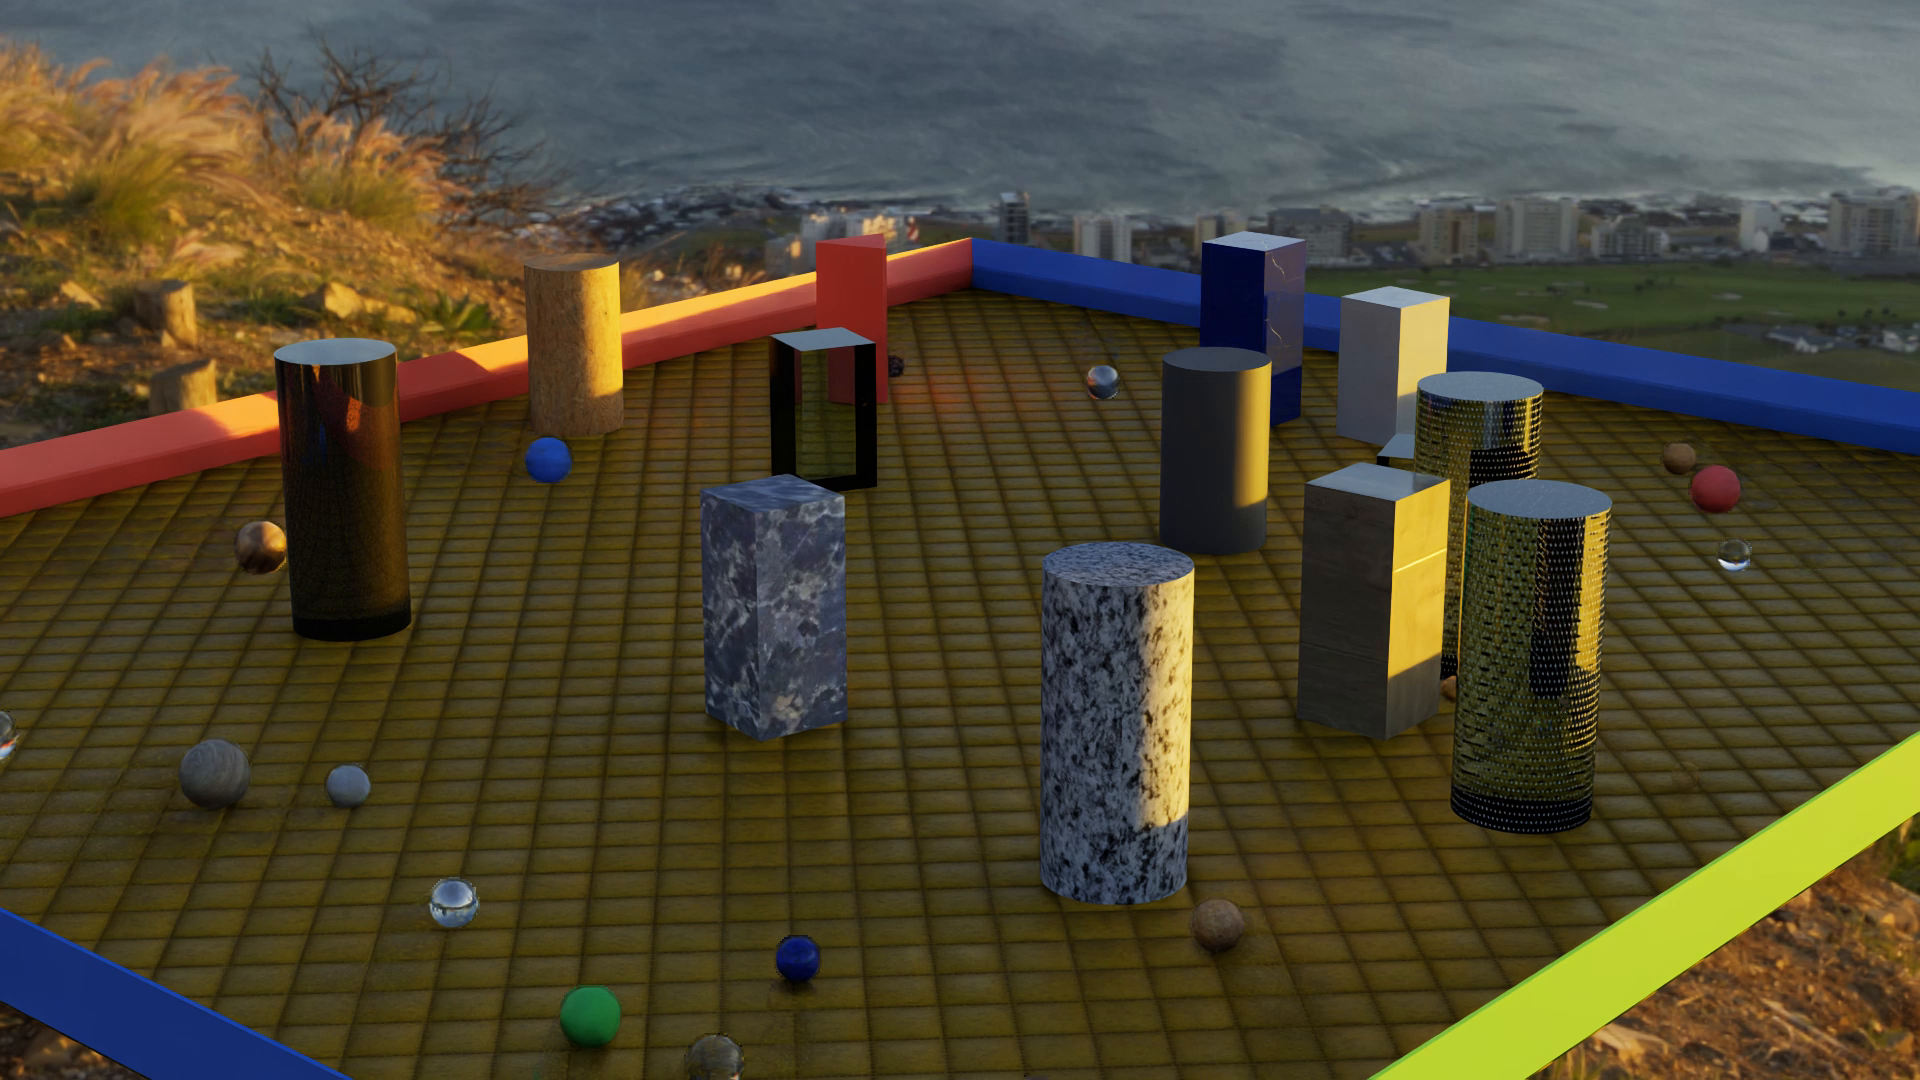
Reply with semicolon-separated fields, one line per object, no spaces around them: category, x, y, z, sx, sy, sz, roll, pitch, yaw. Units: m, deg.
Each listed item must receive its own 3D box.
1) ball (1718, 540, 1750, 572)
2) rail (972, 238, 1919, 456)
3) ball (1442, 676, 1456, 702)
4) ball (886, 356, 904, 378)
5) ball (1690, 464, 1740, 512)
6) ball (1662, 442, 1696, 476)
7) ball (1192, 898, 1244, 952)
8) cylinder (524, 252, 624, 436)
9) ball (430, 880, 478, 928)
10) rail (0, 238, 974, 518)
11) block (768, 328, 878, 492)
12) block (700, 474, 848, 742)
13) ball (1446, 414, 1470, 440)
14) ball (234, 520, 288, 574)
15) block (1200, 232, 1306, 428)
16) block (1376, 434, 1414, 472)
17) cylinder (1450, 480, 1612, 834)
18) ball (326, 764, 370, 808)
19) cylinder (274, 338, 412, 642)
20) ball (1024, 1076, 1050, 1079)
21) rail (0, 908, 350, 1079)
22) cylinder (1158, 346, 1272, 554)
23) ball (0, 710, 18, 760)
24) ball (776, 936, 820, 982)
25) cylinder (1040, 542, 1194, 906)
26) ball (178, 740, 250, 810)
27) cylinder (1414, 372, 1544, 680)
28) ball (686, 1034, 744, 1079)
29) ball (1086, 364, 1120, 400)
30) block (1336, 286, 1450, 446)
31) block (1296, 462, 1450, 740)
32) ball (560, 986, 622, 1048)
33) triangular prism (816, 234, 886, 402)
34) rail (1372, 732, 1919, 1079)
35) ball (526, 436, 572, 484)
ball;1.390;0.028;5.263;0.057;0.057;0.057;0;17;0
rail;1.294;-0.398;6.547;3.391;0.129;0.045;14;22;39
ball;0.777;0.234;4.608;0.041;0.041;0.041;0;17;0
ball;-0.153;-0.396;6.682;0.050;0.050;0.050;0;17;0
ball;1.448;-0.098;5.619;0.092;0.092;0.092;0;17;0
ball;1.443;-0.163;5.879;0.066;0.066;0.066;0;17;0
ball;0.327;0.488;3.718;0.067;0.067;0.067;0;17;0
cylinder;-0.818;-0.417;6.224;0.199;0.354;0.199;0;17;0
ball;-0.654;0.470;3.787;0.062;0.062;0.062;0;17;0
rail;-1.262;-0.284;6.169;0.045;0.129;3.995;14;22;39
block;-0.271;-0.255;5.797;0.159;0.291;0.159;-8;19;-25
block;-0.285;0.101;4.495;0.159;0.360;0.159;-12;20;-34
ball;1.044;-0.237;6.151;0.051;0.051;0.051;0;17;0
ball;-1.251;0.013;5.248;0.095;0.095;0.095;0;17;0
block;0.624;-0.449;6.272;0.159;0.387;0.159;13;21;37
block;0.813;-0.029;5.083;0.159;0.269;0.159;6;18;19
cylinder;0.801;0.162;4.120;0.199;0.459;0.199;0;17;0
ball;-0.873;0.351;4.180;0.062;0.062;0.062;0;17;0
cylinder;-1.033;-0.086;4.918;0.199;0.473;0.199;0;17;0
ball;0.085;0.631;3.213;0.085;0.085;0.085;0;17;0
rail;-1.294;0.462;3.693;3.391;0.129;0.045;14;22;39
cylinder;0.470;-0.166;5.409;0.199;0.344;0.199;0;17;0
ball;-1.441;0.290;4.346;0.084;0.084;0.084;0;17;0
ball;-0.200;0.520;3.633;0.056;0.056;0.056;0;17;0
cylinder;0.207;0.241;3.891;0.199;0.440;0.199;0;17;0
ball;-1.061;0.334;4.175;0.099;0.099;0.099;0;17;0
cylinder;0.826;-0.022;4.723;0.199;0.465;0.199;0;17;0
ball;-0.280;0.599;3.352;0.066;0.066;0.066;0;17;0
ball;0.316;-0.350;6.483;0.076;0.076;0.076;0;17;0
block;0.906;-0.363;6.145;0.159;0.297;0.159;-15;22;-41
block;0.633;0.092;4.496;0.159;0.377;0.159;13;21;37
ball;-0.436;0.563;3.460;0.072;0.072;0.072;0;17;0
triangular prism;-0.208;-0.497;6.507;0.172;0.345;0.149;8;19;25
rail;1.262;0.348;4.070;0.045;0.129;3.995;14;22;39
ball;-0.817;-0.159;5.823;0.092;0.092;0.092;0;17;0
